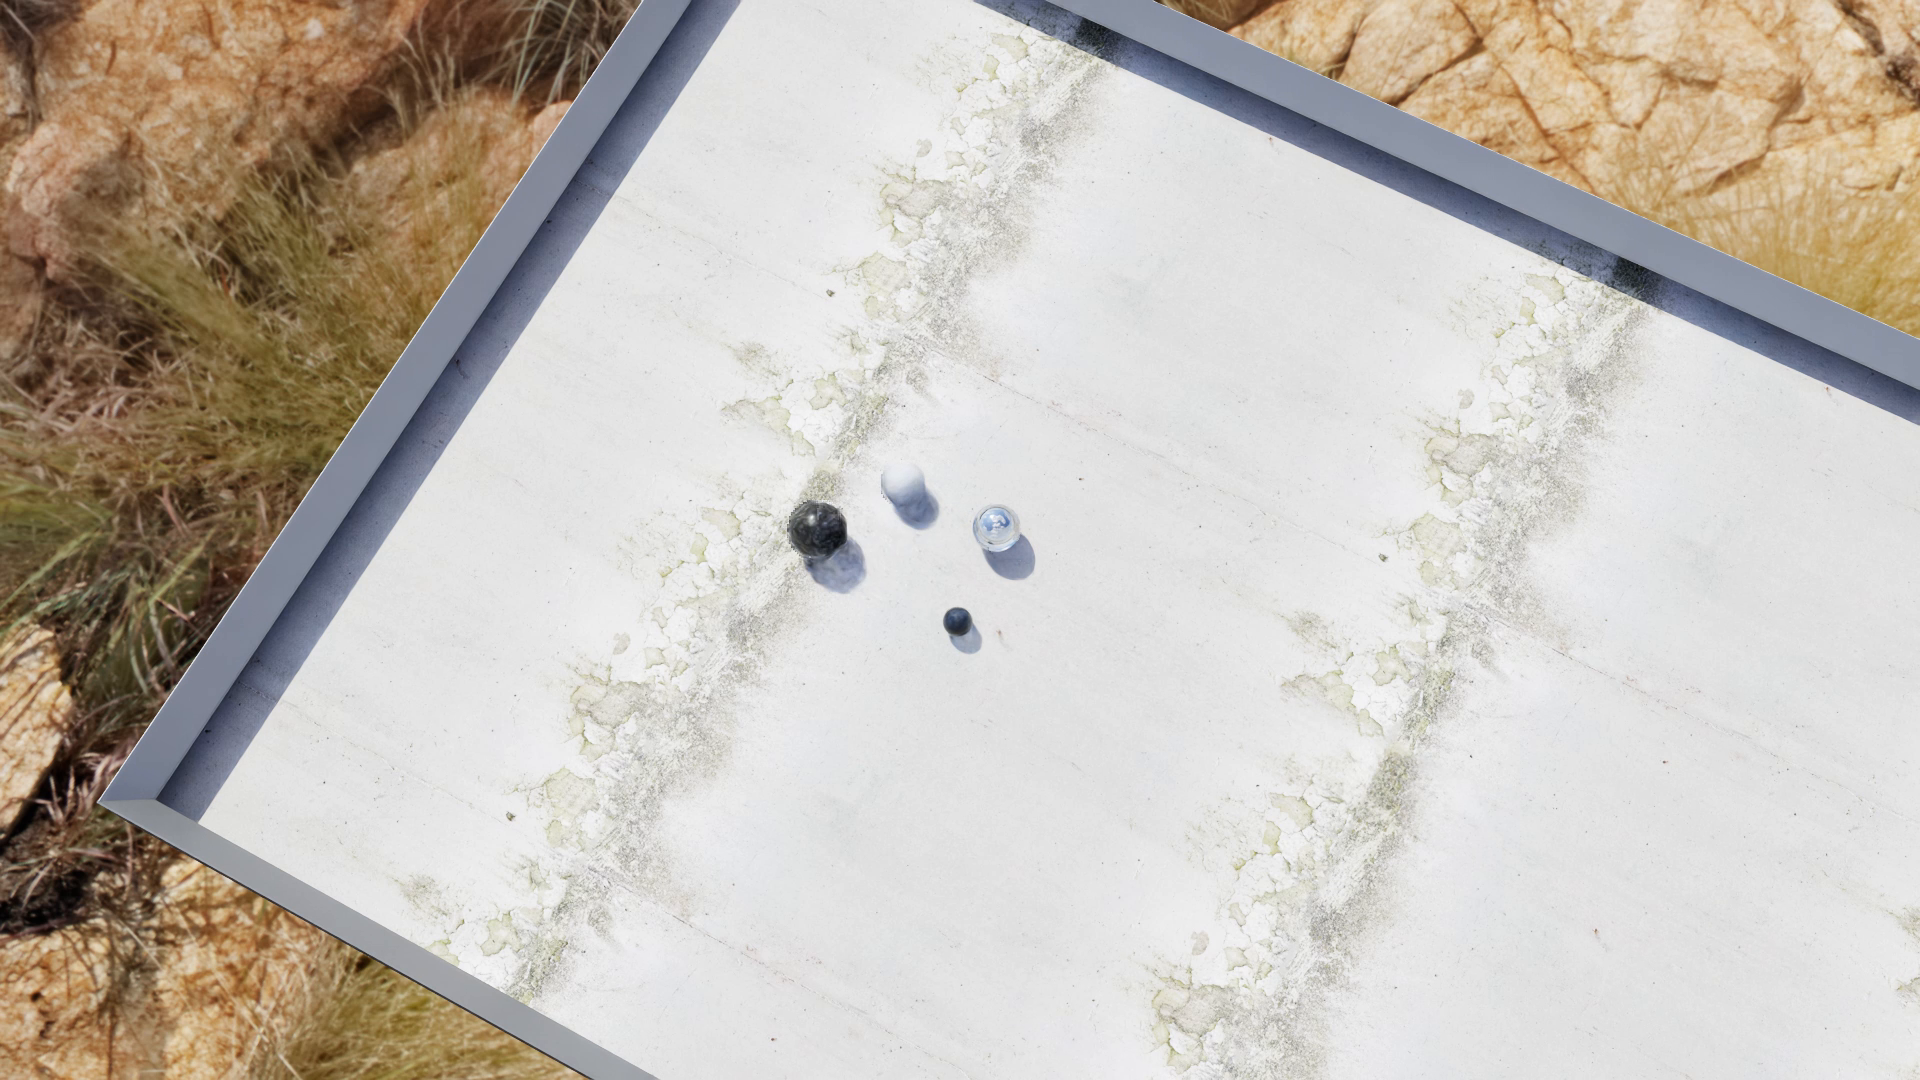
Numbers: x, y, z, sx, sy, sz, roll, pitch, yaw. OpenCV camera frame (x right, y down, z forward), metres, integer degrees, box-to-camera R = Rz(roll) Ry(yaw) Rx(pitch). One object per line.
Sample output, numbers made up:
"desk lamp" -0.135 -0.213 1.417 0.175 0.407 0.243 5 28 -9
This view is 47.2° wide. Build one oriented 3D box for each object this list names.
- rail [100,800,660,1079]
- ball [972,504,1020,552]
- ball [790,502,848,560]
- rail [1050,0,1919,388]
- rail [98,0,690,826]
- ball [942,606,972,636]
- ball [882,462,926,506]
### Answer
"rail" 0.359 1.182 2.983 3.645 0.119 0.045 26 72 9
"ball" 0.057 -0.019 3.457 0.077 0.077 0.077 0 69 0
"ball" -0.221 -0.015 3.447 0.092 0.092 0.092 0 69 0
"rail" 1.253 -0.405 3.578 3.645 0.119 0.045 26 72 9
"rail" -0.785 -0.398 3.575 0.045 0.119 1.964 26 72 9
"ball" -0.004 0.127 3.418 0.047 0.047 0.047 0 69 0
"ball" -0.088 -0.090 3.487 0.069 0.069 0.069 0 69 0
